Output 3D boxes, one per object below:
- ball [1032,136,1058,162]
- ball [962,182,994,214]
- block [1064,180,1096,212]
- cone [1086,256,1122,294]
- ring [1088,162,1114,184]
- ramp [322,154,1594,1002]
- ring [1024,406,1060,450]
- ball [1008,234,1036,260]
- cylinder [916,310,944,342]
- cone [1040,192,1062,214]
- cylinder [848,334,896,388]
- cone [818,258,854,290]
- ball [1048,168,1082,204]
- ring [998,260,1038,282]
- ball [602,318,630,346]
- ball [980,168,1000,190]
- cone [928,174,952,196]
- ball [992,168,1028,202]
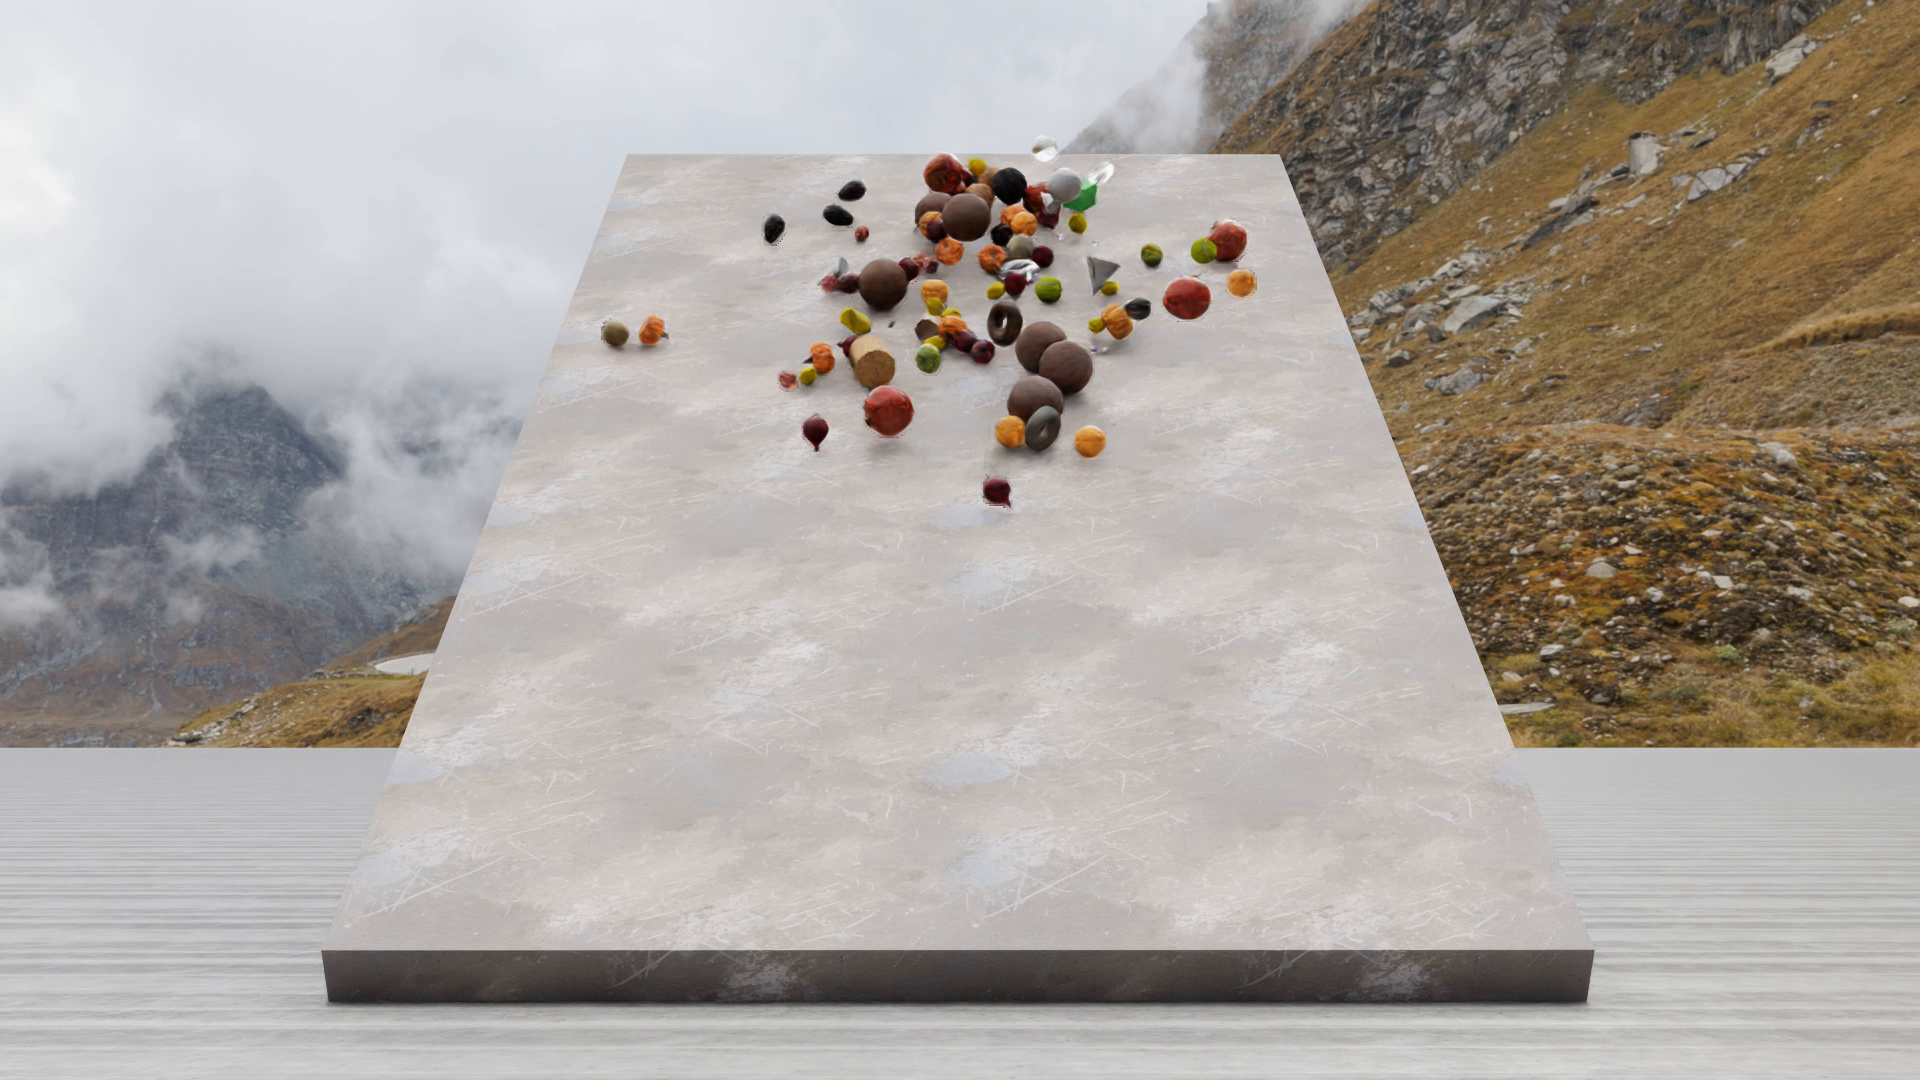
[{"bbox_3d":[0.241,-1.115,6.766,0.075,0.075,0.075,0,-5,0],"label":"ball"},{"bbox_3d":[0.052,-0.959,6.672,0.089,0.089,0.089,0,-5,0],"label":"ball"},{"bbox_3d":[0.346,-0.993,6.842,0.066,0.066,0.066,19,32,31],"label":"block"},{"bbox_3d":[0.362,-0.684,6.197,0.097,0.097,0.097,15,8,-2],"label":"cone"},{"bbox_3d":[0.409,-1.060,6.864,0.083,0.083,0.028,-4,-44,43],"label":"ring"},{"bbox_3d":[-0.011,-0.226,5.529,2.000,0.100,4.000,0,27,0],"label":"ramp"},{"bbox_3d":[0.186,-0.251,5.352,0.035,0.106,0.106,29,13,34],"label":"ring"},{"bbox_3d":[0.166,-0.791,6.438,0.076,0.076,0.076,0,-5,0],"label":"ball"},{"bbox_3d":[-0.076,-0.536,5.957,0.060,0.060,0.060,-1,27,14],"label":"cylinder"},{"bbox_3d":[0.239,-0.936,6.507,0.059,0.059,0.059,45,14,21],"label":"cone"},{"bbox_3d":[-0.212,-0.430,5.708,0.098,0.098,0.098,1,26,-15],"label":"cylinder"},{"bbox_3d":[-0.339,-0.689,6.271,0.089,0.089,0.089,-18,-11,20],"label":"cone"},{"bbox_3d":[0.281,-0.952,6.373,0.093,0.093,0.093,0,-5,0],"label":"ball"},{"bbox_3d":[0.157,-0.717,6.333,0.109,0.036,0.109,-6,27,3],"label":"ring"},{"bbox_3d":[-0.855,-0.516,5.905,0.068,0.068,0.068,0,-5,0],"label":"ball"},{"bbox_3d":[0.096,-1.036,6.850,0.079,0.079,0.079,0,-5,0],"label":"ball"},{"bbox_3d":[-0.050,-1.028,6.861,0.063,0.063,0.063,1,-4,21],"label":"cone"},{"bbox_3d":[0.140,-1.004,6.718,0.099,0.099,0.099,0,-5,0],"label":"ball"}]
